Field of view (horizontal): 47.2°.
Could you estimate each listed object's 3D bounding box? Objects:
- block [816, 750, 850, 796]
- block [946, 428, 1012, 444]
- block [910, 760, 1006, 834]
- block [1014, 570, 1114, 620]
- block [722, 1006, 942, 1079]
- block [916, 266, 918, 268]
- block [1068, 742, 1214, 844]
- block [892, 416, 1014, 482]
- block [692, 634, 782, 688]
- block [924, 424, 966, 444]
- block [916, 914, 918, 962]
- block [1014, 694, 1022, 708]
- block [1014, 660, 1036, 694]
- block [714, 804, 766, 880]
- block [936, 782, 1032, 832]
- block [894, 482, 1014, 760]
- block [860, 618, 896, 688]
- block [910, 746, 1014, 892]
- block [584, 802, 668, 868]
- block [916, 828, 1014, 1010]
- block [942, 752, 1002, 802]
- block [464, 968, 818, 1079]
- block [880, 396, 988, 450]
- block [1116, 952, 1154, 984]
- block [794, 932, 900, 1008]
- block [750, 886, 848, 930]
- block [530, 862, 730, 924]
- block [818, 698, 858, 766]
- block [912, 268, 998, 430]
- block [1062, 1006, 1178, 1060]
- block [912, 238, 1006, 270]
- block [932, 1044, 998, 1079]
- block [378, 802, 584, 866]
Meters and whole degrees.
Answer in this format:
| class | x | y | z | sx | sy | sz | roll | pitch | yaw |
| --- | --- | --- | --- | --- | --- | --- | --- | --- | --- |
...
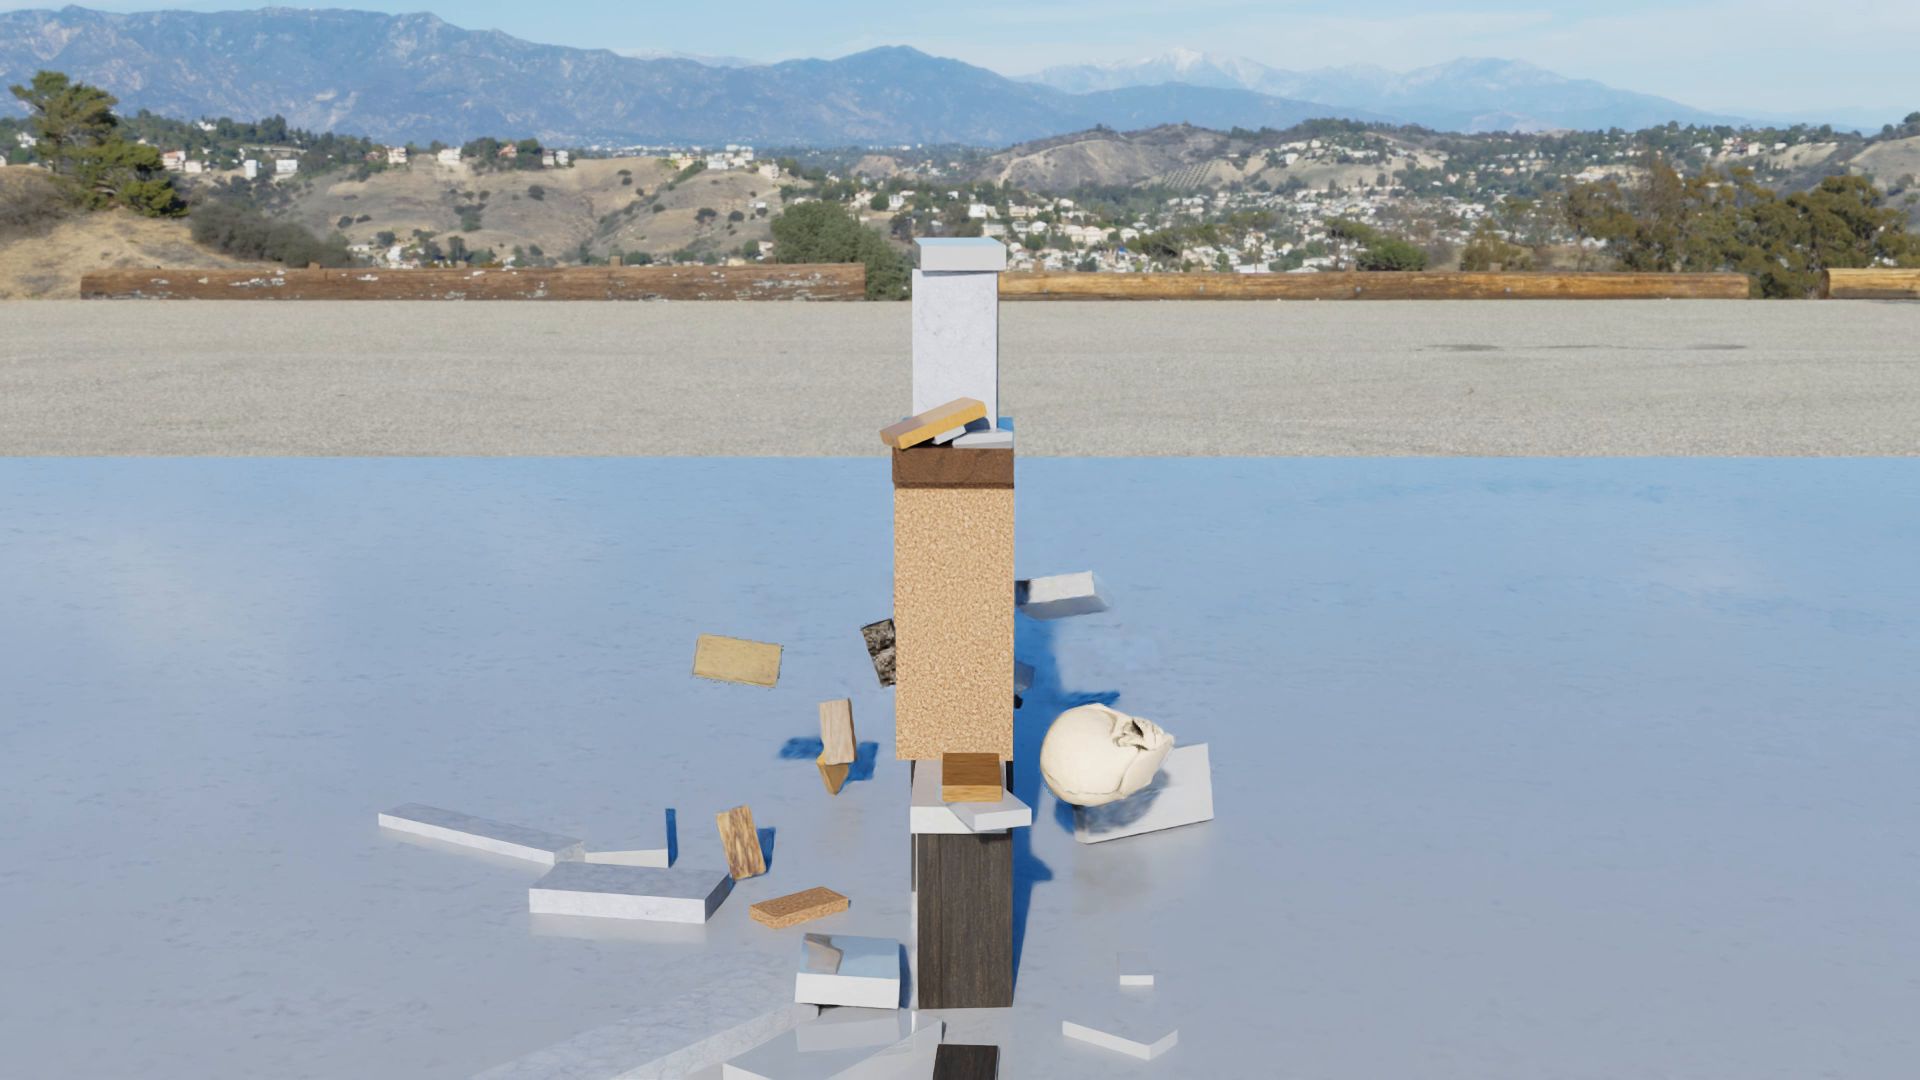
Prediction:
| class | x | y | z | sx | sy | sz | roll | pitch | yaw |
| --- | --- | --- | --- | --- | --- | --- | --- | --- | --- |
| block | -0.241 | 0.431 | 4.181 | 0.017 | 0.117 | 0.059 | 19 | 60 | 22 |
| block | 0.024 | -0.156 | 3.295 | 0.098 | 0.014 | 0.049 | -5 | 12 | -24 |
| block | 0.000 | 0.372 | 3.245 | 0.136 | 0.039 | 0.273 | 0 | 11 | 1 |
| block | 0.185 | 0.101 | 3.915 | 0.144 | 0.041 | 0.287 | -8 | -9 | 10 |
| block | -0.169 | 0.697 | 2.979 | 0.144 | 0.041 | 0.288 | 8 | 13 | 36 |
| block | -0.004 | -0.313 | 3.484 | 0.126 | 0.253 | 0.036 | -2 | 10 | -9 |
| block | 0.331 | 0.457 | 3.991 | 0.280 | 0.140 | 0.040 | -6 | 2 | -30 |
| block | -0.007 | -0.142 | 3.397 | 0.178 | 0.050 | 0.356 | 0 | 11 | 1 |
| block | -0.372 | 0.202 | 3.660 | 0.139 | 0.069 | 0.020 | 10 | -8 | -15 |
| block | -0.037 | -0.163 | 3.278 | 0.049 | 0.014 | 0.098 | -24 | 19 | -22 |
| block | 0.001 | 0.508 | 3.363 | 0.136 | 0.273 | 0.039 | 0 | 11 | -1 |
| block | 0.052 | 0.294 | 4.092 | 0.119 | 0.017 | 0.059 | -6 | -31 | 42 |
| block | 0.013 | 0.266 | 4.127 | 0.144 | 0.041 | 0.287 | 23 | -25 | -17 |
| block | -0.373 | 0.513 | 3.733 | 0.058 | 0.117 | 0.017 | -15 | 1 | -12 |
| block | 0.031 | 0.369 | 3.088 | 0.082 | 0.023 | 0.165 | -4 | 11 | -20 |
| block | -0.008 | 0.117 | 3.325 | 0.178 | 0.432 | 0.050 | 0 | 10 | 1 |
| block | -0.135 | 0.209 | 4.078 | 0.059 | 0.119 | 0.017 | -17 | 8 | 19 |
| block | 0.003 | 0.417 | 3.670 | 0.170 | 0.339 | 0.048 | 0 | 11 | 0 |
| block | -0.591 | 0.527 | 3.901 | 0.140 | 0.040 | 0.280 | -2 | 11 | -8 |
| block | 0.007 | 0.542 | 3.183 | 0.136 | 0.273 | 0.039 | -1 | 11 | -3 |
| block | 0.016 | 0.337 | 3.132 | 0.082 | 0.023 | 0.165 | 0 | 10 | 0 |
| block | -0.595 | 0.730 | 2.806 | 0.144 | 0.041 | 1.037 | 9 | 14 | 40 |
| block | -0.039 | -0.174 | 3.257 | 0.145 | 0.021 | 0.072 | -23 | 18 | -19 |
| block | 0.263 | 0.647 | 3.325 | 0.049 | 0.014 | 0.098 | 0 | 11 | 0 |
| block | -0.162 | 0.625 | 3.206 | 0.144 | 0.041 | 0.288 | 4 | 1 | -2 |
| block | -0.261 | 0.597 | 3.573 | 0.145 | 0.021 | 0.072 | -9 | 14 | -39 |
| block | -0.542 | 0.579 | 3.621 | 0.296 | 0.040 | 0.140 | 2 | 11 | 10 |
| block | -0.228 | 0.359 | 4.114 | 0.059 | 0.117 | 0.017 | -10 | -8 | 17 |
| block | -0.007 | -0.285 | 3.334 | 0.126 | 0.253 | 0.036 | 0 | 11 | 2 |
| block | 0.224 | 0.689 | 3.080 | 0.145 | 0.021 | 0.072 | 8 | 13 | 37 |
| block | -0.004 | -0.442 | 3.388 | 0.126 | 0.036 | 0.253 | -1 | 11 | -4 |
| block | 0.006 | 0.716 | 2.926 | 0.082 | 0.023 | 0.165 | 1 | 11 | 3 |
| block | -0.863 | 0.526 | 3.952 | 0.426 | 0.023 | 0.080 | 6 | 12 | 31 |
